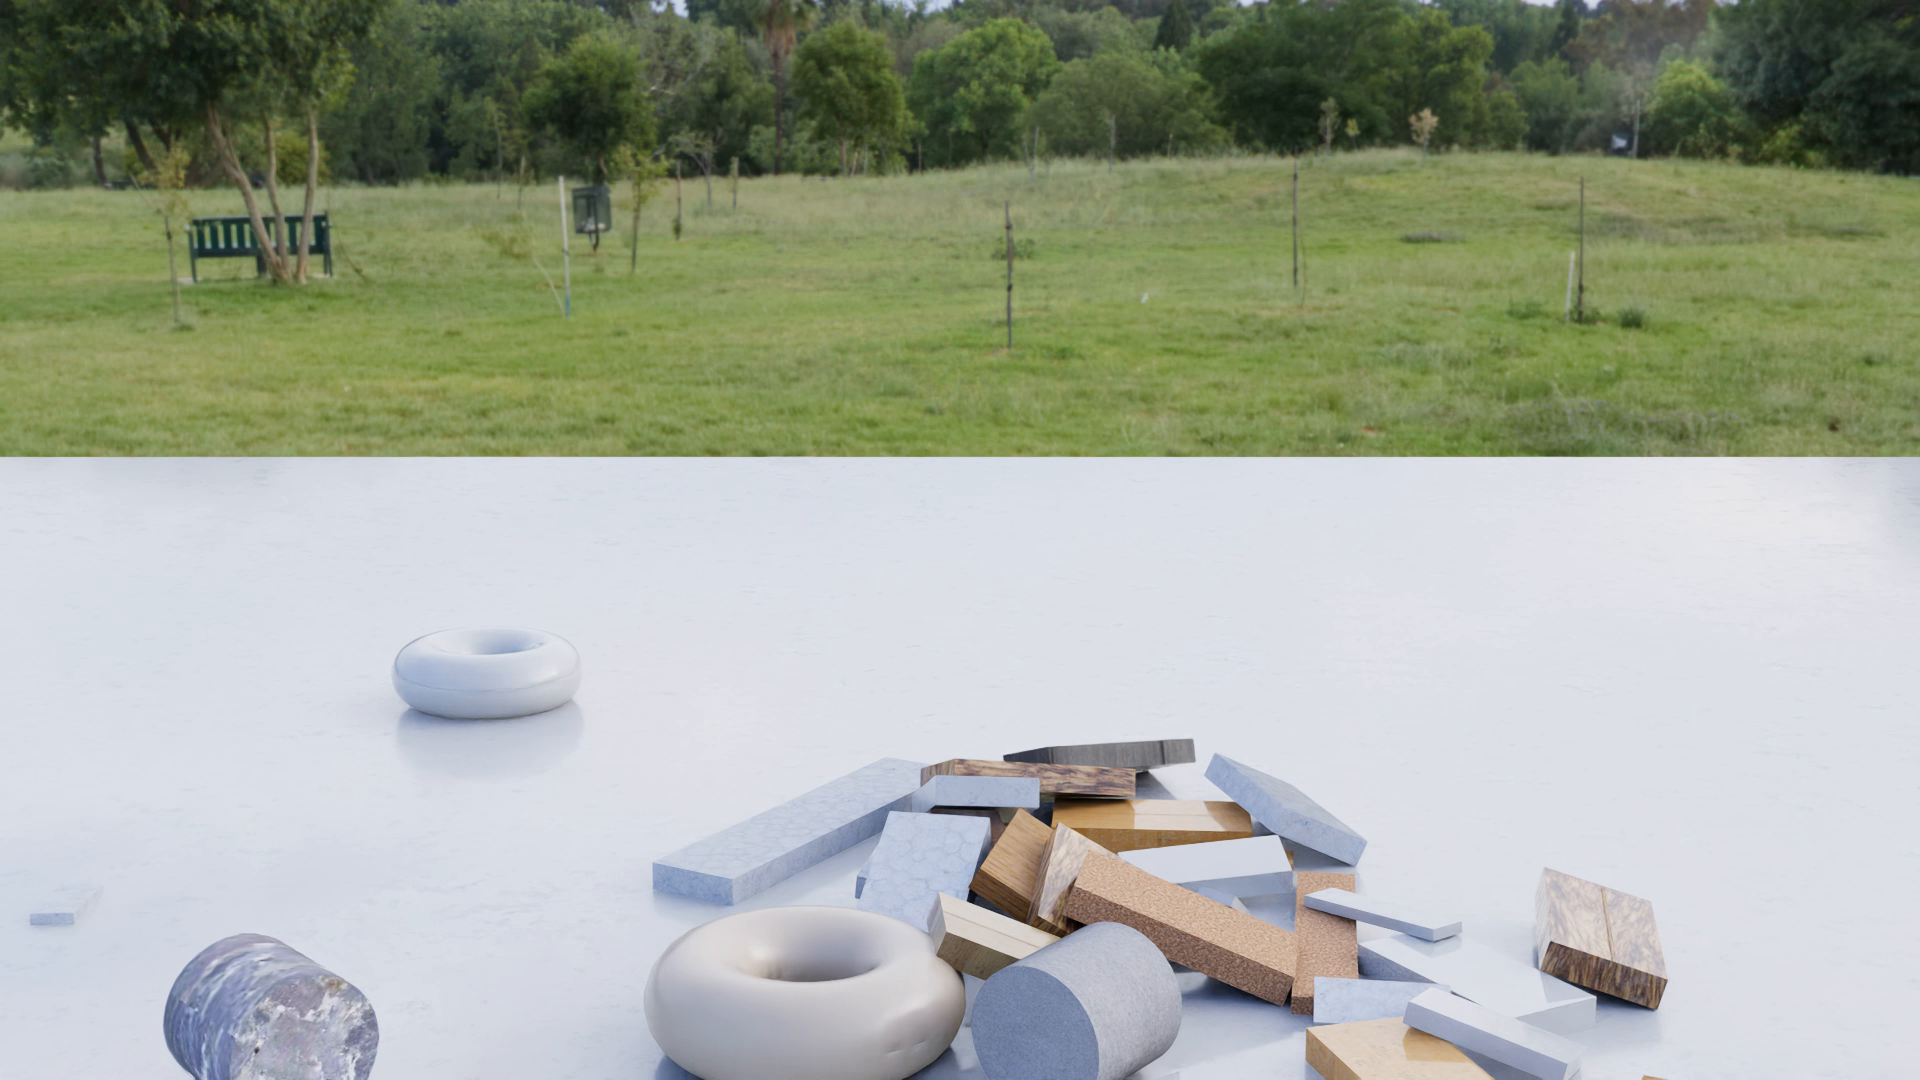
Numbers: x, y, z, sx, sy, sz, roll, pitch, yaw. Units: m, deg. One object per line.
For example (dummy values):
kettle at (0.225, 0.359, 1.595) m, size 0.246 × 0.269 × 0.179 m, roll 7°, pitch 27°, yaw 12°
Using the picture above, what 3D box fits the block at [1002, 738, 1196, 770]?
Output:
block at (0.268, 0.421, 4.229) m, size 0.331 × 0.047 × 0.166 m, roll 0°, pitch -10°, yaw -30°

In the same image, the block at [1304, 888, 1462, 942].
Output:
block at (0.659, 0.584, 3.438) m, size 0.065 × 0.018 × 0.270 m, roll -7°, pitch 8°, yaw -36°

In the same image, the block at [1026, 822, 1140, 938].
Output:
block at (0.196, 0.561, 3.385) m, size 0.165 × 0.047 × 0.330 m, roll 30°, pitch 19°, yaw -2°

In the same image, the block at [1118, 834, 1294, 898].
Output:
block at (0.406, 0.551, 3.651) m, size 0.272 × 0.039 × 0.136 m, roll -6°, pitch 18°, yaw 0°

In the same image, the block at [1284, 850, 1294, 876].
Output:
block at (0.501, 0.555, 3.799) m, size 0.149 × 0.021 × 0.074 m, roll 2°, pitch 11°, yaw 8°

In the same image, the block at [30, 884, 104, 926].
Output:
block at (-1.458, 0.594, 3.591) m, size 0.070 × 0.020 × 0.139 m, roll 0°, pitch 11°, yaw -3°

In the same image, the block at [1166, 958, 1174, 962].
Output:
block at (0.333, 0.631, 3.397) m, size 0.130 × 0.018 × 0.065 m, roll -2°, pitch 11°, yaw -9°

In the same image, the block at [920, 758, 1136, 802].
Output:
block at (0.123, 0.443, 4.018) m, size 0.352 × 0.050 × 0.176 m, roll 5°, pitch -13°, yaw -21°

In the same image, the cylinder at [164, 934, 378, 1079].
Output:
cylinder at (-0.897, 0.638, 2.862) m, size 0.202 × 0.202 × 0.202 m, roll -9°, pitch 14°, yaw -41°

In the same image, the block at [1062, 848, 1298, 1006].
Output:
block at (0.333, 0.576, 3.290) m, size 0.345 × 0.049 × 0.172 m, roll 22°, pitch 14°, yaw 6°

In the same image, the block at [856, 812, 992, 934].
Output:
block at (-0.063, 0.551, 3.419) m, size 0.165 × 0.047 × 0.330 m, roll 2°, pitch 33°, yaw 12°

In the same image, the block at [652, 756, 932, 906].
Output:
block at (-0.258, 0.513, 3.956) m, size 0.166 × 0.047 × 0.733 m, roll 6°, pitch 12°, yaw 30°

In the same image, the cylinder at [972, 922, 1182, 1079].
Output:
cylinder at (0.155, 0.630, 2.904) m, size 0.201 × 0.201 × 0.201 m, roll 8°, pitch 13°, yaw 36°

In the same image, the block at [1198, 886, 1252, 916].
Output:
block at (0.423, 0.584, 3.424) m, size 0.065 × 0.018 × 0.130 m, roll 9°, pitch -29°, yaw 39°

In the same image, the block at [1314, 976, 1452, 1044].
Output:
block at (0.596, 0.665, 3.108) m, size 0.191 × 0.027 × 0.095 m, roll 2°, pitch 30°, yaw 9°

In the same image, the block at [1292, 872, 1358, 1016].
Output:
block at (0.569, 0.621, 3.426) m, size 0.095 × 0.027 × 0.551 m, roll 2°, pitch 11°, yaw 9°

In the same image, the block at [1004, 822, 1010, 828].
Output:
block at (0.048, 0.515, 3.839) m, size 0.139 × 0.020 × 0.070 m, roll 0°, pitch 10°, yaw -2°

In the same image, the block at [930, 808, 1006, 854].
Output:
block at (0.024, 0.505, 3.634) m, size 0.116 × 0.033 × 0.232 m, roll 3°, pitch 15°, yaw -10°

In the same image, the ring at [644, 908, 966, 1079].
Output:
ring at (-0.214, 0.632, 3.047) m, size 0.446 × 0.149 × 0.446 m, roll 1°, pitch 10°, yaw 0°

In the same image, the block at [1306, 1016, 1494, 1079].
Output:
block at (0.604, 0.719, 2.846) m, size 0.165 × 0.047 × 0.387 m, roll -3°, pitch 11°, yaw -15°

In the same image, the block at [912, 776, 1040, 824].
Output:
block at (0.023, 0.458, 3.857) m, size 0.176 × 0.050 × 0.352 m, roll 2°, pitch -12°, yaw -7°

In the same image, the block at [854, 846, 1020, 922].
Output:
block at (0.038, 0.568, 3.543) m, size 0.391 × 0.039 × 0.136 m, roll 9°, pitch 15°, yaw 10°

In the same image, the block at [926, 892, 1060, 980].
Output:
block at (0.116, 0.604, 3.124) m, size 0.327 × 0.046 × 0.163 m, roll 22°, pitch 8°, yaw -8°

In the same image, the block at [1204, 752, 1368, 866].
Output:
block at (0.579, 0.479, 3.941) m, size 0.172 × 0.049 × 0.345 m, roll 24°, pitch 4°, yaw -17°

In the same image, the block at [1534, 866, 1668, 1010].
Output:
block at (0.972, 0.601, 3.350) m, size 0.172 × 0.049 × 0.345 m, roll 17°, pitch 13°, yaw 10°

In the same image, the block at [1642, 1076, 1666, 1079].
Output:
block at (0.897, 0.741, 2.770) m, size 0.111 × 0.031 × 0.222 m, roll 5°, pitch 12°, yaw 27°

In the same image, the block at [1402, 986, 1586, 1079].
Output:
block at (0.725, 0.671, 2.985) m, size 0.222 × 0.031 × 0.111 m, roll 18°, pitch 8°, yaw 27°

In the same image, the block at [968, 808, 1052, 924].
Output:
block at (0.112, 0.523, 3.488) m, size 0.136 × 0.039 × 0.272 m, roll 32°, pitch 19°, yaw 6°

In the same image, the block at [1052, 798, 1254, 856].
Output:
block at (0.343, 0.515, 3.937) m, size 0.352 × 0.050 × 0.176 m, roll 1°, pitch 11°, yaw 4°

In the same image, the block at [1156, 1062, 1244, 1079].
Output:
block at (0.184, 0.747, 2.697) m, size 0.473 × 0.046 × 0.163 m, roll -8°, pitch 13°, yaw -36°

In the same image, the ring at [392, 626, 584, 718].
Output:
ring at (-1.049, 0.292, 4.893) m, size 0.421 × 0.140 × 0.421 m, roll 1°, pitch 11°, yaw 0°

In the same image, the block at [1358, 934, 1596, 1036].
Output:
block at (0.750, 0.650, 3.218) m, size 0.163 × 0.046 × 0.327 m, roll -6°, pitch 12°, yaw -28°
